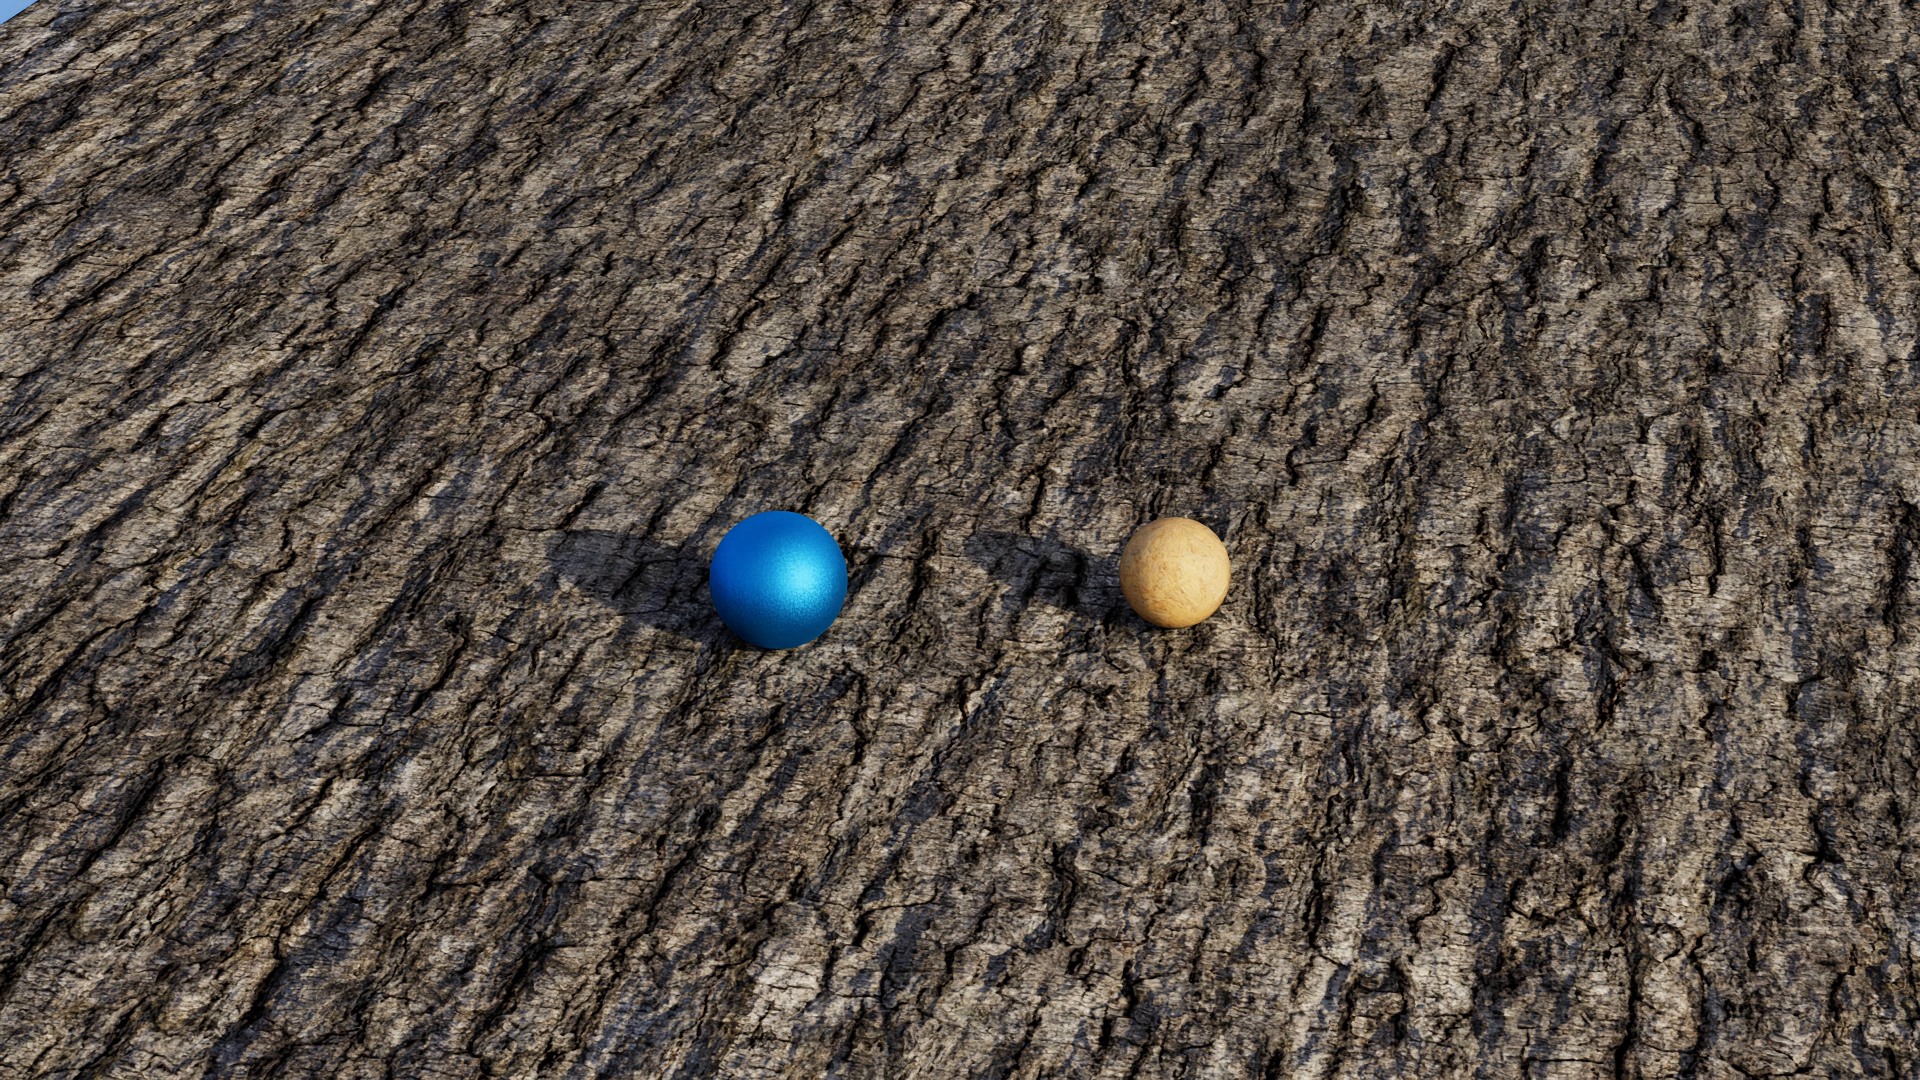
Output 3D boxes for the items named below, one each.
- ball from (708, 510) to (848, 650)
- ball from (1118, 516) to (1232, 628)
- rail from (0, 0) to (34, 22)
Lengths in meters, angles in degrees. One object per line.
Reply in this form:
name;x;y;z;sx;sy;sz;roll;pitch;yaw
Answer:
ball;-0.099;0.022;1.596;0.075;0.075;0.075;0;30;0
ball;0.118;0.018;1.616;0.062;0.062;0.062;0;30;0
rail;-0.725;-0.594;2.648;0.045;0.101;3.847;7;30;12
